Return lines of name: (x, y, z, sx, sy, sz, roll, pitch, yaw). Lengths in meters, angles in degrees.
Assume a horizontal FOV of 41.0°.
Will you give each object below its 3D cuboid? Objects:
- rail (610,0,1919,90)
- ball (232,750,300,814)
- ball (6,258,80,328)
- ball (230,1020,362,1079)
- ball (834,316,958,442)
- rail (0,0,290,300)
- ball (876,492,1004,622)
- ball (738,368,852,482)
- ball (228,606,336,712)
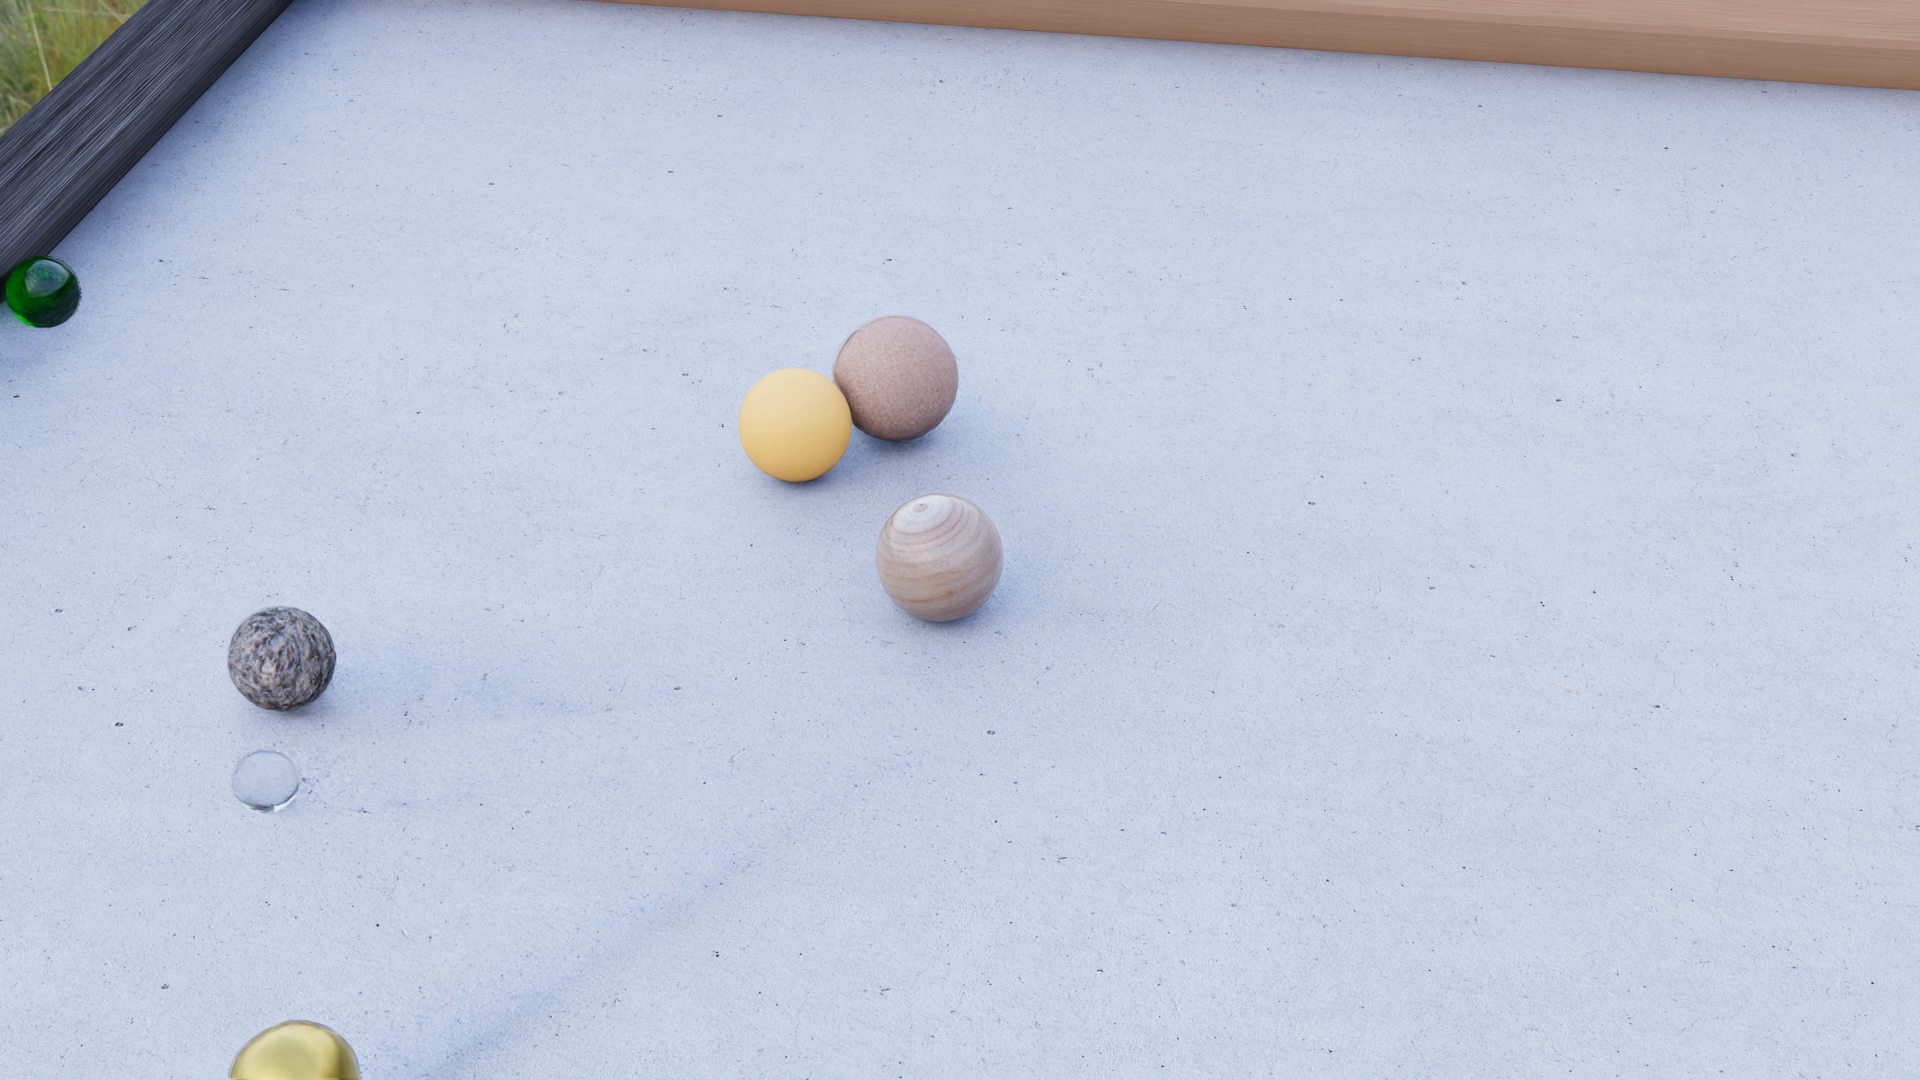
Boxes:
rail: (1.049, -0.491, 2.538, 3.594, 0.130, 0.045, 5, 35, 8)
ball: (-0.453, 0.158, 1.676, 0.042, 0.042, 0.042, 0, 35, 0)
ball: (-0.785, -0.212, 2.196, 0.060, 0.060, 0.060, 0, 35, 0)
ball: (-0.372, 0.305, 1.436, 0.072, 0.072, 0.072, 0, 35, 0)
ball: (-0.051, -0.128, 2.041, 0.100, 0.100, 0.100, 0, 35, 0)
rail: (-0.863, -0.104, 1.977, 0.045, 0.130, 2.021, 5, 35, 8)
ball: (-0.015, 0.012, 1.843, 0.092, 0.092, 0.092, 0, 35, 0)
ball: (-0.128, -0.089, 1.994, 0.089, 0.089, 0.089, 0, 35, 0)
ball: (-0.465, 0.082, 1.761, 0.072, 0.072, 0.072, 0, 35, 0)
